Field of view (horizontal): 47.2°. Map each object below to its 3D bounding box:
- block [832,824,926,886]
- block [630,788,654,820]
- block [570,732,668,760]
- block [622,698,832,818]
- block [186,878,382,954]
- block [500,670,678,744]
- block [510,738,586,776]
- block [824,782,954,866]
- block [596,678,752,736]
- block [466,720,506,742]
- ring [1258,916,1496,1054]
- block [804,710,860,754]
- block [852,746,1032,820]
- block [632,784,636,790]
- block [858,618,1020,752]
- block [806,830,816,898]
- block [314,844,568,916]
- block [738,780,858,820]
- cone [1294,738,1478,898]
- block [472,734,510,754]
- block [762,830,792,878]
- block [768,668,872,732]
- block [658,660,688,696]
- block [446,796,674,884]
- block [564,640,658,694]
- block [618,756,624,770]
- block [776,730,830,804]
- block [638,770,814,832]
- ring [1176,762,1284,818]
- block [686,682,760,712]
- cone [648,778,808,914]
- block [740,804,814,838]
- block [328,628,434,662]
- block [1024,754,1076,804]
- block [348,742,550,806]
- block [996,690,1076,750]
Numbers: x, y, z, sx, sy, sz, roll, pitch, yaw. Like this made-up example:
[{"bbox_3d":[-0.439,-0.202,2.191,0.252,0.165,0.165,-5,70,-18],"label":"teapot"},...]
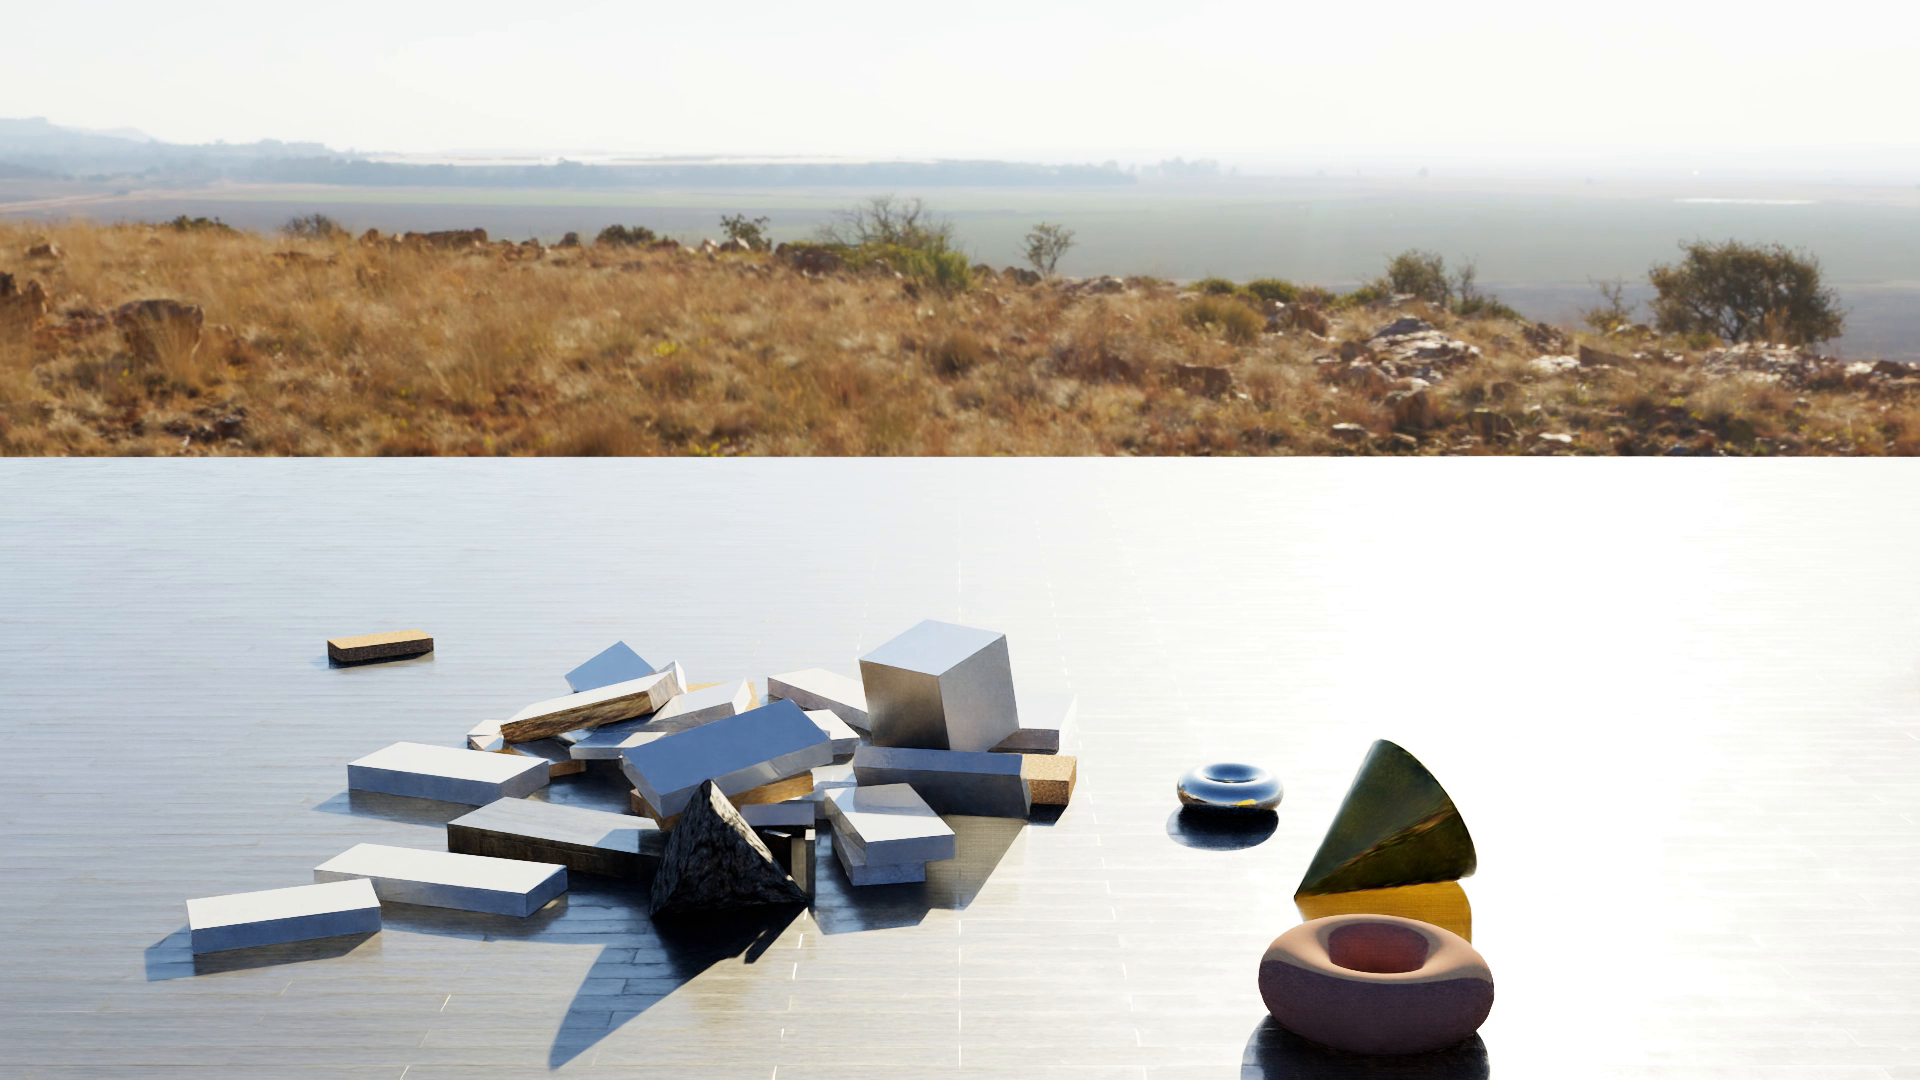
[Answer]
[{"bbox_3d":[-0.145,0.541,3.835,0.124,0.035,0.248,-2,11,-11],"label":"block"},{"bbox_3d":[-0.457,0.461,4.074,0.274,0.039,0.137,-19,27,-38],"label":"block"},{"bbox_3d":[-0.675,0.408,4.360,0.176,0.025,0.088,-3,13,27],"label":"block"},{"bbox_3d":[-0.415,0.386,3.929,0.334,0.047,0.167,-16,31,-27],"label":"block"},{"bbox_3d":[-1.080,0.599,3.511,0.284,0.040,0.142,-4,11,-21],"label":"block"},{"bbox_3d":[-0.771,0.351,4.585,0.334,0.047,0.167,-14,7,13],"label":"block"},{"bbox_3d":[-0.830,0.438,4.419,0.088,0.025,0.176,-7,13,-33],"label":"block"},{"bbox_3d":[-0.127,0.497,3.858,0.155,0.044,0.310,-3,11,-16],"label":"block"},{"bbox_3d":[-0.592,0.364,4.522,0.304,0.043,0.152,-14,13,8],"label":"block"},{"bbox_3d":[-0.992,0.403,4.633,0.058,0.016,0.115,1,11,7],"label":"block"},{"bbox_3d":[0.593,0.632,3.142,0.334,0.111,0.334,-1,12,0],"label":"ring"},{"bbox_3d":[-0.296,0.402,4.591,0.114,0.032,0.228,-4,11,-19],"label":"block"},{"bbox_3d":[-0.032,0.446,4.047,0.310,0.155,0.044,2,53,10],"label":"block"},{"bbox_3d":[-0.488,0.447,4.320,0.310,0.044,0.155,-1,11,-7],"label":"block"},{"bbox_3d":[-0.041,0.313,4.464,0.213,0.213,0.213,9,27,40],"label":"block"},{"bbox_3d":[-0.249,0.539,3.663,0.014,0.102,0.051,-1,11,-3],"label":"block"},{"bbox_3d":[-0.869,0.567,3.681,0.395,0.040,0.142,3,11,17],"label":"block"},{"bbox_3d":[-0.303,0.486,4.132,0.248,0.035,0.124,1,11,7],"label":"block"},{"bbox_3d":[0.666,0.525,3.679,0.279,0.279,0.279,-31,20,-15],"label":"cone"},{"bbox_3d":[-0.960,0.424,4.515,0.058,0.016,0.115,-5,12,-27],"label":"block"},{"bbox_3d":[-0.306,0.538,3.670,0.051,0.102,0.014,7,13,33],"label":"block"},{"bbox_3d":[-0.240,0.354,4.834,0.137,0.039,0.465,-8,13,-37],"label":"block"},{"bbox_3d":[-0.656,0.333,4.805,0.114,0.032,0.228,-35,14,-2],"label":"block"},{"bbox_3d":[-0.639,0.529,3.862,0.511,0.049,0.172,5,12,24],"label":"block"},{"bbox_3d":[-0.768,0.312,4.868,0.152,0.043,0.304,-33,20,-14],"label":"block"},{"bbox_3d":[-0.567,0.421,4.271,0.088,0.025,0.176,8,13,37],"label":"block"},{"bbox_3d":[-0.358,0.418,4.069,0.137,0.039,0.274,10,25,19],"label":"block"},{"bbox_3d":[-0.420,0.434,3.933,0.284,0.040,0.142,-12,30,-21],"label":"block"},{"bbox_3d":[0.508,0.470,4.133,0.203,0.068,0.203,0,12,0],"label":"ring"},{"bbox_3d":[-0.517,0.372,4.711,0.172,0.049,0.344,-2,11,-9],"label":"block"},{"bbox_3d":[-0.351,0.547,3.606,0.237,0.237,0.237,25,5,-14],"label":"cone"},{"bbox_3d":[-0.317,0.492,3.840,0.124,0.035,0.248,-1,-13,-4],"label":"block"},{"bbox_3d":[-1.416,0.257,5.375,0.228,0.032,0.114,-6,12,-31],"label":"block"},{"bbox_3d":[0.038,0.457,4.256,0.362,0.047,0.167,2,11,8],"label":"block"},{"bbox_3d":[-0.992,0.454,4.268,0.344,0.049,0.172,4,11,21],"label":"block"},{"bbox_3d":[0.155,0.381,4.678,0.152,0.043,0.304,2,11,9],"label":"block"}]
